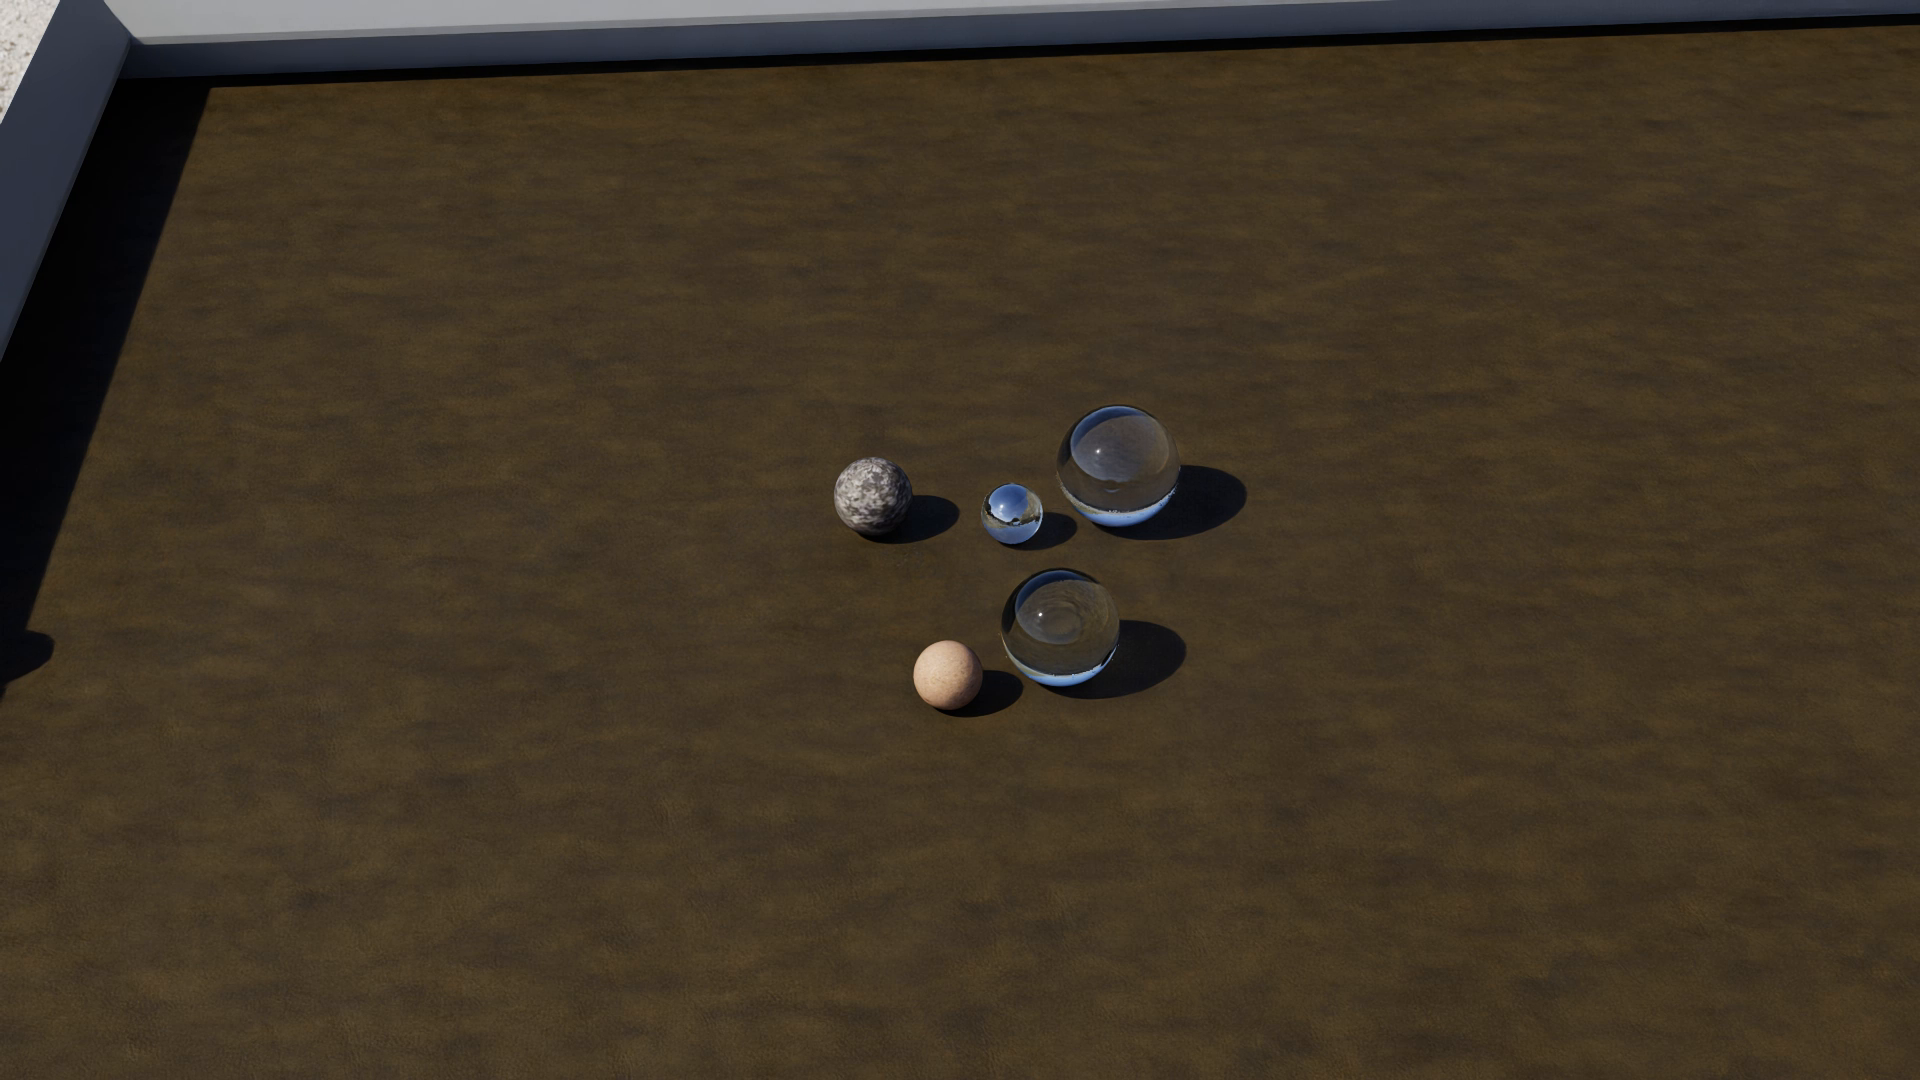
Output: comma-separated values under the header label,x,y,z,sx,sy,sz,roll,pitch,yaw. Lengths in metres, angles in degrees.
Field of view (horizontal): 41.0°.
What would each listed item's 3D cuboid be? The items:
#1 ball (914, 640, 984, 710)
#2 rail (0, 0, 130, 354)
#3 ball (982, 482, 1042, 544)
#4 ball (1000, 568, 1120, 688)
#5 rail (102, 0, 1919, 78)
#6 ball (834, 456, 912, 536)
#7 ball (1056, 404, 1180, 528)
label,x,y,z,sx,sy,sz,roll,pitch,yaw
ball,-0.007,0.085,1.607,0.044,0.044,0.044,0,36,0
rail,-0.693,0.013,1.647,0.045,0.110,1.652,-3,36,-4
ball,0.036,-0.018,1.751,0.042,0.042,0.042,0,36,0
ball,0.063,0.055,1.621,0.076,0.076,0.076,0,36,0
rail,0.649,-0.525,2.392,2.877,0.110,0.045,-3,36,-4
ball,-0.059,-0.030,1.757,0.054,0.054,0.054,0,36,0
ball,0.109,-0.051,1.759,0.085,0.085,0.085,0,36,0
